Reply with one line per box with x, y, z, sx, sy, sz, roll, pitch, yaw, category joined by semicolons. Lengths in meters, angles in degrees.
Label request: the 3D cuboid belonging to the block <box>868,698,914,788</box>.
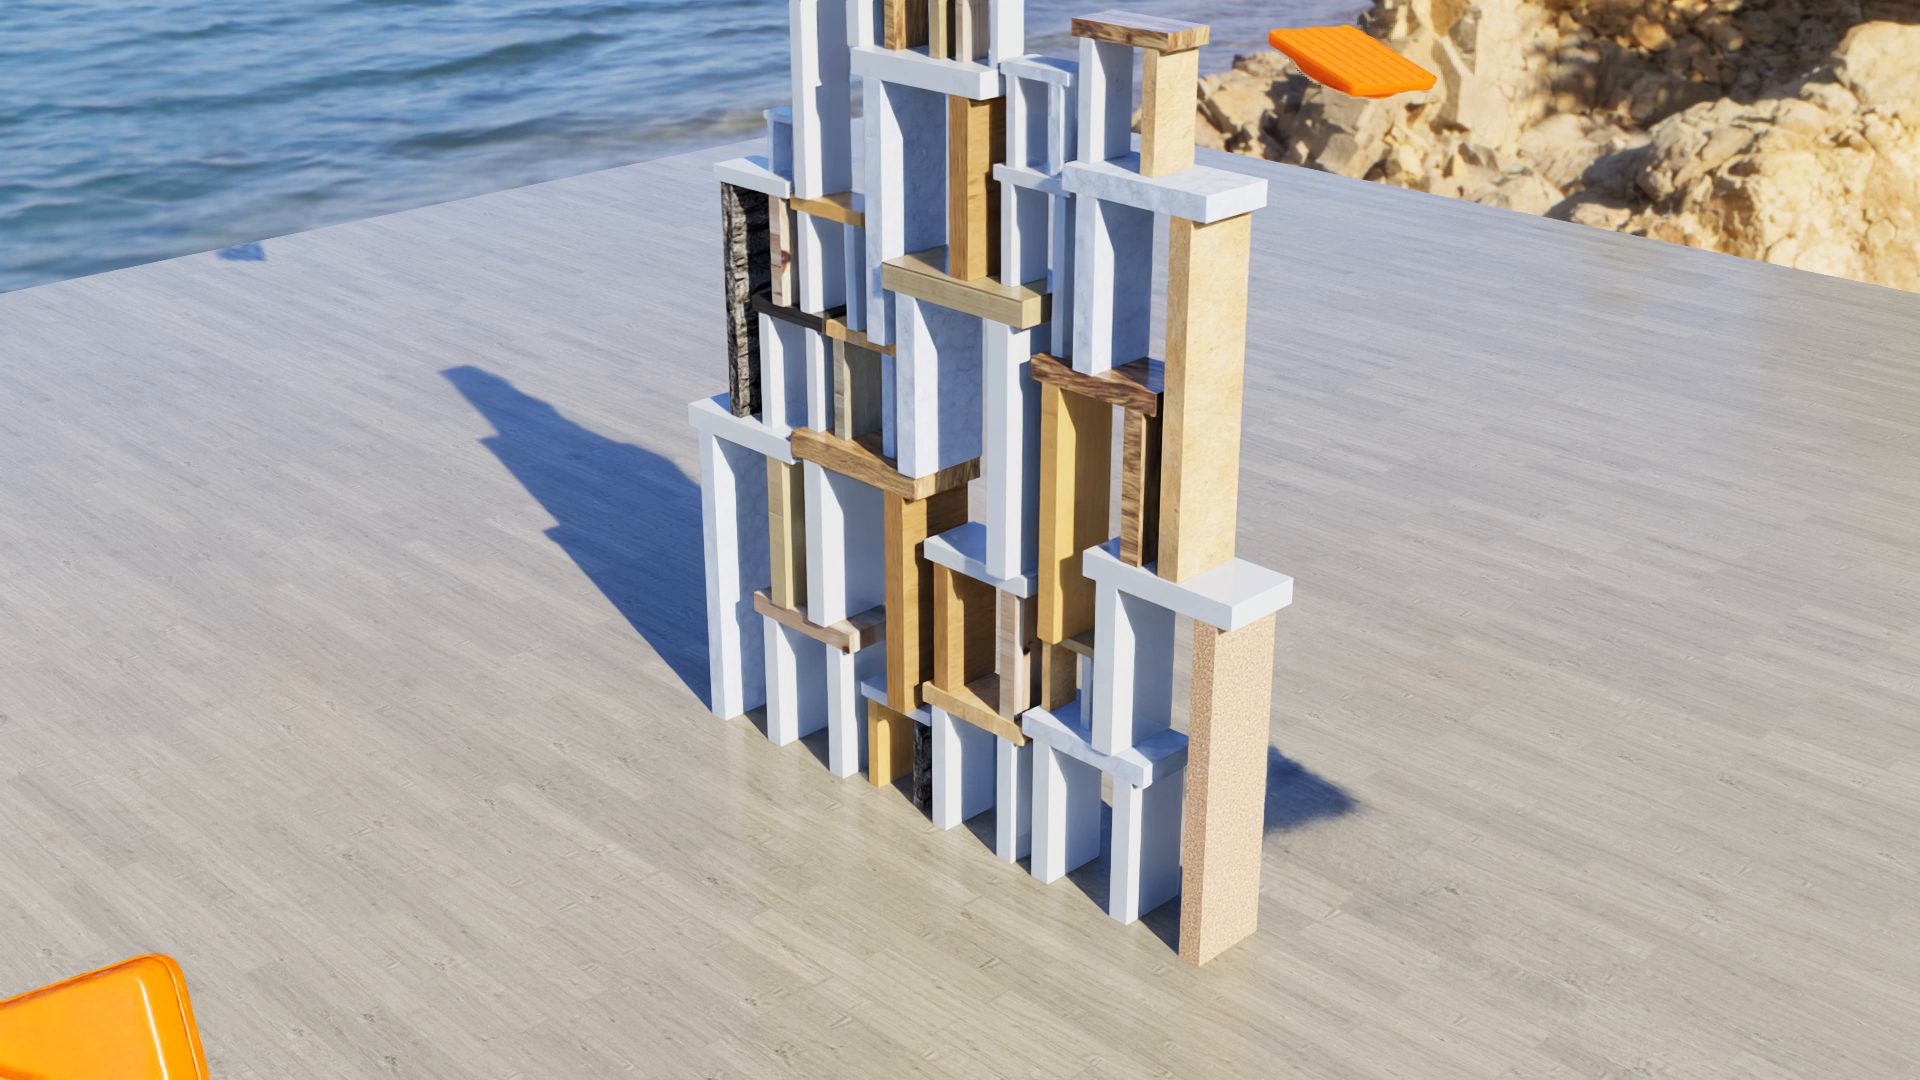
-0.143;0.403;4.554;0.100;0.200;0.028;-21;31;-40;block

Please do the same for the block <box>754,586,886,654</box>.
-0.276;0.150;4.590;0.298;0.042;0.149;21;31;40;block

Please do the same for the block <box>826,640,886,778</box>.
-0.206;0.334;4.591;0.042;0.298;0.149;21;31;41;block

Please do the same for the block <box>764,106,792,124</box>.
-0.324;-0.815;4.229;0.052;0.015;0.103;-22;32;-40;block

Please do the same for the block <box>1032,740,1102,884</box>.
0.205;0.495;4.211;0.042;0.300;0.150;21;31;41;block

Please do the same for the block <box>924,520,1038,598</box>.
0.072;0.035;4.164;0.133;0.038;0.266;-21;31;-41;block

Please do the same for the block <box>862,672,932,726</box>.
-0.096;0.317;4.466;0.100;0.028;0.200;-21;31;-41;block

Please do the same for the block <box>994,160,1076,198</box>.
0.155;-0.626;3.788;0.092;0.026;0.184;-20;30;-39;block

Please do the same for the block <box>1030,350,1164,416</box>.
0.275;-0.283;3.800;0.284;0.040;0.142;21;31;40;block

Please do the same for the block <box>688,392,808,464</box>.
-0.395;-0.241;4.554;0.165;0.047;0.329;-21;31;-41;block

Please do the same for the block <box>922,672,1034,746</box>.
0.069;0.317;4.278;0.268;0.038;0.134;21;31;41;block

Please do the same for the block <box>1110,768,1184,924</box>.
0.346;0.550;4.081;0.042;0.300;0.150;21;31;41;block

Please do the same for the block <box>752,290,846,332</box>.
-0.304;-0.459;4.359;0.106;0.030;0.211;-21;31;-40;block

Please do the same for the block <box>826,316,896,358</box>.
-0.150;-0.397;4.226;0.103;0.029;0.206;-21;31;-41;block

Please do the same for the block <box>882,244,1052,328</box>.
0.045;-0.462;3.972;0.355;0.050;0.177;21;31;41;block

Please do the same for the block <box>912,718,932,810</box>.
-0.049;0.440;4.467;0.100;0.200;0.028;-21;31;-41;block

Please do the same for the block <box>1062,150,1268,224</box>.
0.333;-0.583;3.611;0.309;0.044;0.154;21;31;40;block

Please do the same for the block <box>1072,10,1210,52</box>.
0.291;-0.826;3.564;0.205;0.029;0.103;21;31;41;block

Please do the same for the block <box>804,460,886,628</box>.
-0.231;-0.017;4.476;0.050;0.354;0.177;21;31;40;block

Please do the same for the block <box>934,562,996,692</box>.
0.010;0.151;4.280;0.038;0.266;0.133;21;31;41;block

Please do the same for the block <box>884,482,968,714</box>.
-0.065;0.100;4.344;0.177;0.466;0.050;-21;31;-41;block

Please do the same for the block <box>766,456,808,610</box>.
-0.317;-0.037;4.556;0.047;0.329;0.165;21;31;40;block

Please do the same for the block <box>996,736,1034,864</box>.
0.132;0.483;4.280;0.038;0.268;0.134;21;31;41;block

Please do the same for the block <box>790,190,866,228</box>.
-0.219;-0.636;4.189;0.100;0.028;0.200;-21;31;-40;block

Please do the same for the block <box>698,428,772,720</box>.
-0.472;0.059;4.765;0.047;0.670;0.165;21;31;41;block

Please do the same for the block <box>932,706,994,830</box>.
0.006;0.433;4.396;0.038;0.268;0.134;21;31;41;block

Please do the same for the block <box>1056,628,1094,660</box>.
0.221;0.179;4.061;0.073;0.021;0.147;-21;30;-40;block

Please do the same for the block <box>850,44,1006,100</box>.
-0.023;-0.839;3.901;0.163;0.046;0.327;-21;31;-41;block

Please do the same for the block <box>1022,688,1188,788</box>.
0.276;0.365;4.079;0.300;0.042;0.150;21;31;41;block

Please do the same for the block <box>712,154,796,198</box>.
-0.372;-0.714;4.317;0.110;0.031;0.221;-21;31;-40;block

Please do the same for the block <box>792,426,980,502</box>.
-0.148;-0.170;4.320;0.177;0.050;0.354;-21;31;-41;block

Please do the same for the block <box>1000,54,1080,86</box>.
0.152;-0.795;3.719;0.079;0.022;0.158;-20;30;-39;block

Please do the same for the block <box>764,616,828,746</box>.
-0.346;0.279;4.721;0.042;0.298;0.149;21;31;41;block

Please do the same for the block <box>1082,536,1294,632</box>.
0.393;0.064;3.822;0.333;0.047;0.166;21;31;41;block
